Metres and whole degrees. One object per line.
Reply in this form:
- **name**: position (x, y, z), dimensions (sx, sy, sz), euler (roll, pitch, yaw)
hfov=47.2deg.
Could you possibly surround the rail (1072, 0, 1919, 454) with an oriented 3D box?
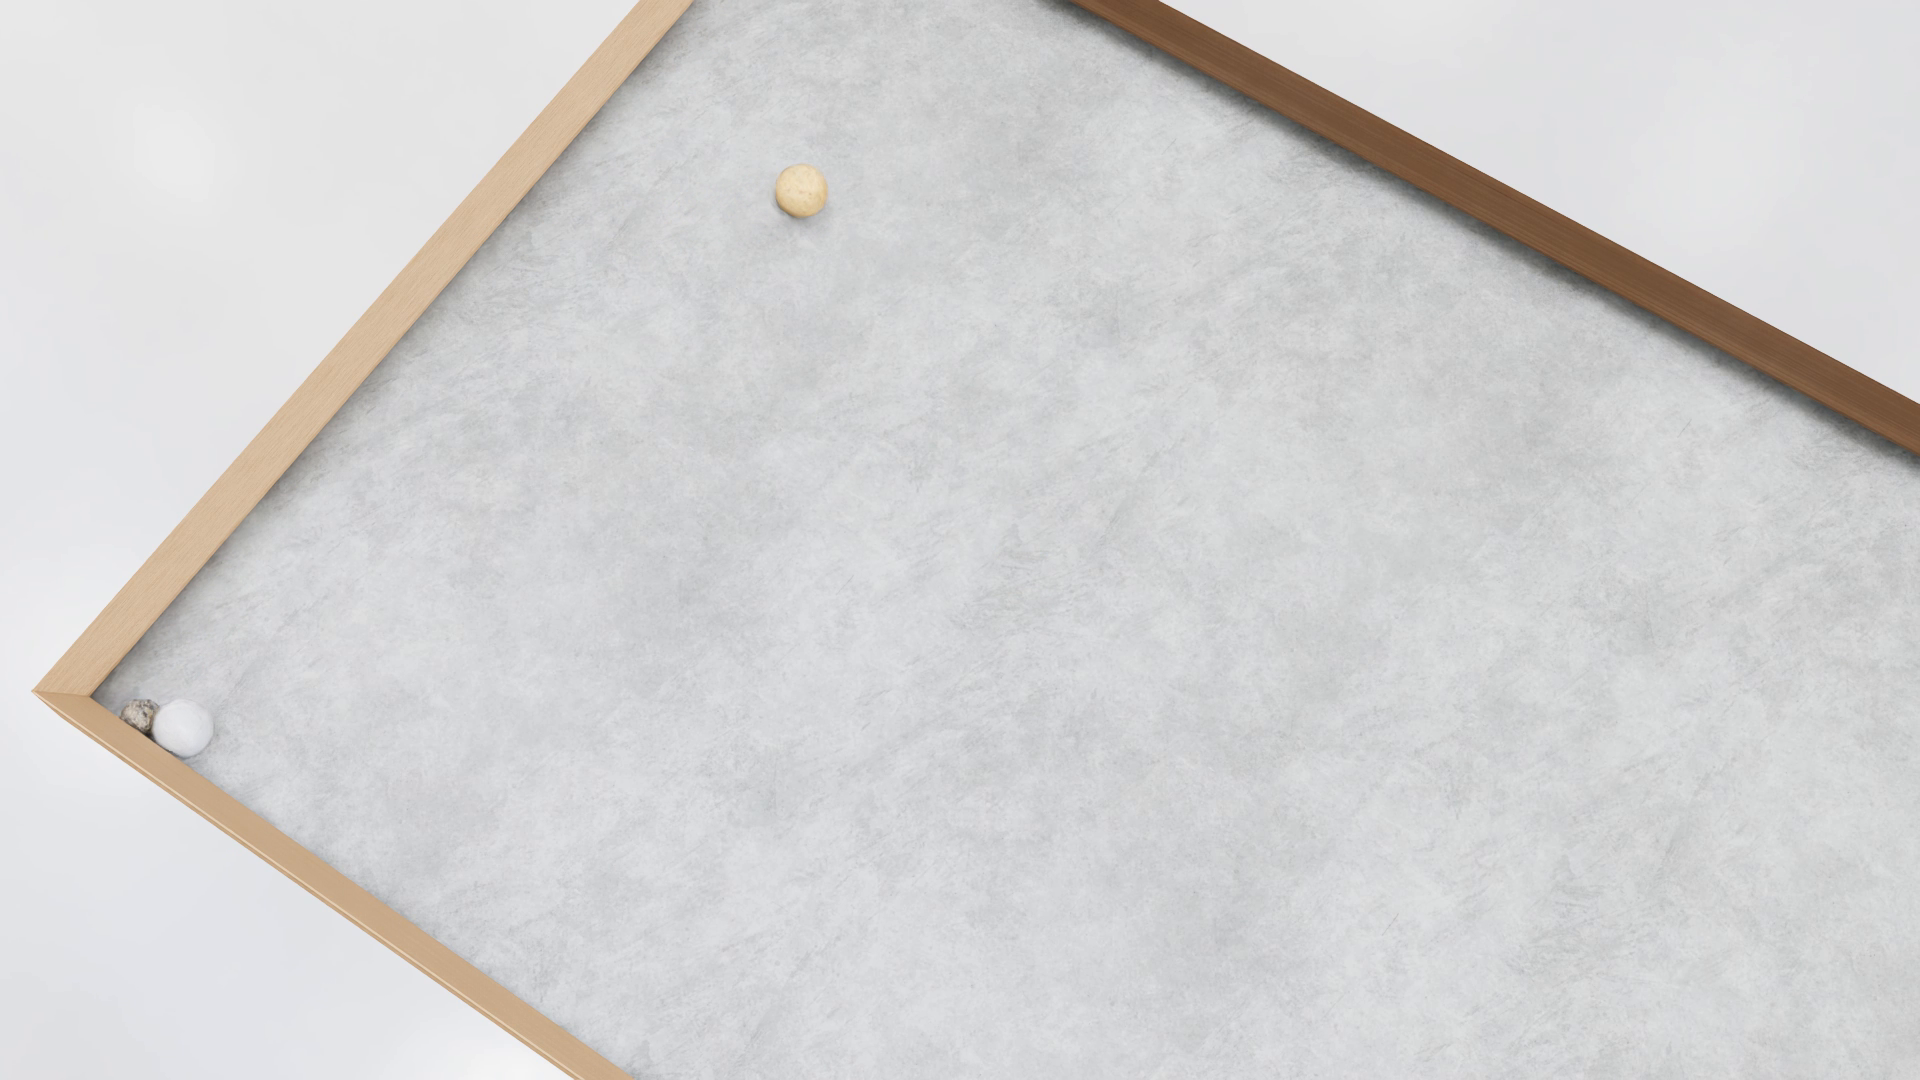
- **rail**: position (1.396, -0.257, 3.609), dimensions (4.060, 0.122, 0.045), euler (31, 70, 13)

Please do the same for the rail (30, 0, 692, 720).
- **rail**: position (-0.826, -0.514, 3.721), dimensions (0.045, 0.122, 2.037), euler (31, 70, 13)

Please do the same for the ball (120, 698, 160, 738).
- **ball**: position (-1.269, 0.277, 3.411), dimensions (0.062, 0.062, 0.062), euler (0, 66, 0)

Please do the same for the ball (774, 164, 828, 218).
- **ball**: position (-0.273, -0.600, 3.776), dimensions (0.091, 0.091, 0.091), euler (0, 66, 0)

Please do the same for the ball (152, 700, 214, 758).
- **ball**: position (-1.198, 0.290, 3.390), dimensions (0.089, 0.089, 0.089), euler (0, 66, 0)

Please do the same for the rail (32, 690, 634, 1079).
- **rail**: position (0.296, 1.264, 2.948), dimensions (4.060, 0.122, 0.045), euler (31, 70, 13)
